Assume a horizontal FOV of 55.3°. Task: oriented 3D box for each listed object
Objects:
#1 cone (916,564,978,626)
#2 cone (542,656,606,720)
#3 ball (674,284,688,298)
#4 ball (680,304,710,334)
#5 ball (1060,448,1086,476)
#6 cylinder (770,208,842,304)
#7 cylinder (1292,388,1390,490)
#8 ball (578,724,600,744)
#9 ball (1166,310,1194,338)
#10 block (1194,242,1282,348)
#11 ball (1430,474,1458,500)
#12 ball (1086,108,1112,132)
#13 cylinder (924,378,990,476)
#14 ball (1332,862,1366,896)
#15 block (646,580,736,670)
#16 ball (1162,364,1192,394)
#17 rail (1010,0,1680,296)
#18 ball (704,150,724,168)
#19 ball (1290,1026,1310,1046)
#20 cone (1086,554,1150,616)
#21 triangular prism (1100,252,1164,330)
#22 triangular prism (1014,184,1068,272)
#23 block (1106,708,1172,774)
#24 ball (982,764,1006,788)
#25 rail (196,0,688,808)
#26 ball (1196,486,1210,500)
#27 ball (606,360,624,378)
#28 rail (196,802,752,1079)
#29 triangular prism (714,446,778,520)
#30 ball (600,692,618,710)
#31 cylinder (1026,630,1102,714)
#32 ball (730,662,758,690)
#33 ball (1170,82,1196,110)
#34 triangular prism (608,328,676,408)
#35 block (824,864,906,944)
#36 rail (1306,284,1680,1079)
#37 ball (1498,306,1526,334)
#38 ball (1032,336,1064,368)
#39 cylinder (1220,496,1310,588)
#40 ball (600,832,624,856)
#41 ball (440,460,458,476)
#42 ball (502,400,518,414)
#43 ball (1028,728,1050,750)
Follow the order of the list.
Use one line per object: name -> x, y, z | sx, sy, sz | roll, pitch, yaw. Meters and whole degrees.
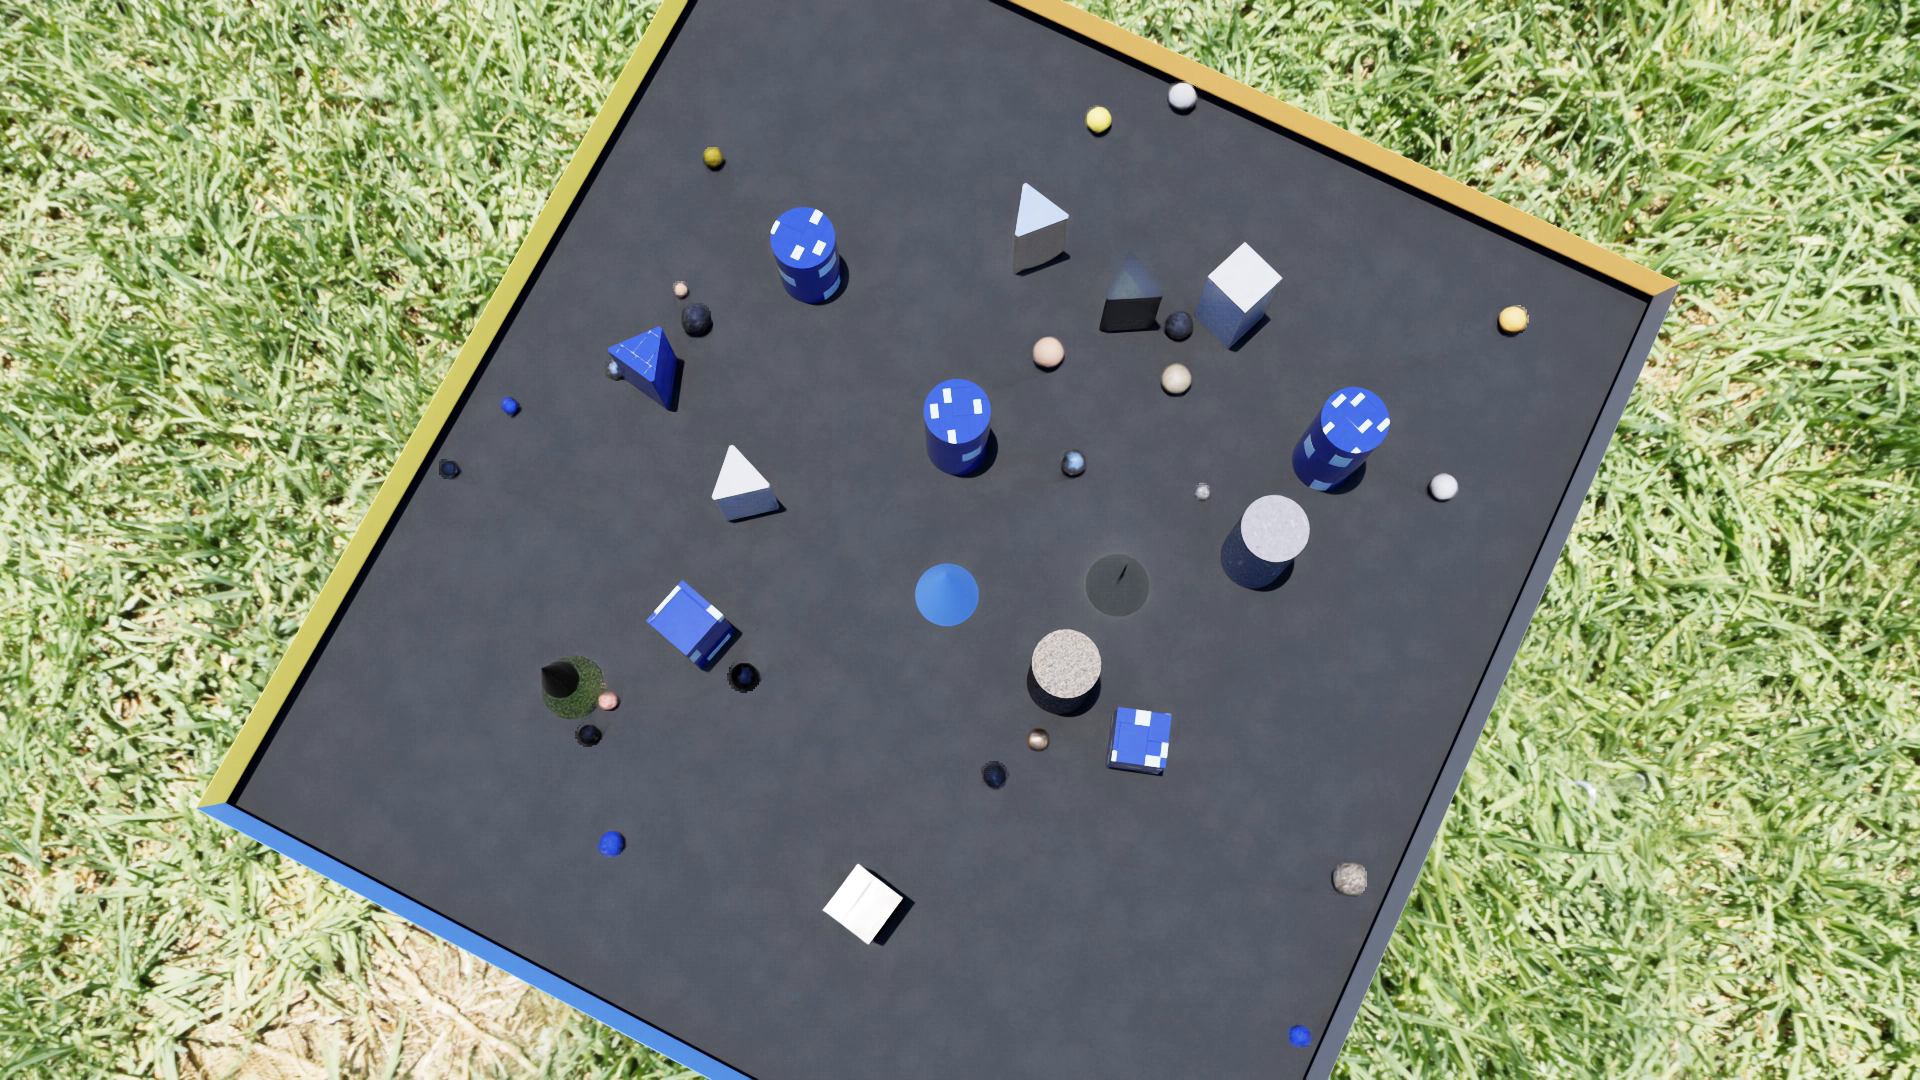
cone -> -0.040, 0.130, 5.404 | 0.194, 0.364, 0.194 | 0, 78, 0
cone -> -1.166, 0.401, 5.313 | 0.194, 0.432, 0.194 | 0, 78, 0
ball -> -0.877, -0.785, 5.757 | 0.042, 0.042, 0.042 | 0, 78, 0
ball -> -0.826, -0.688, 5.712 | 0.092, 0.092, 0.092 | 0, 78, 0
ball -> 0.348, -0.239, 5.625 | 0.081, 0.081, 0.081 | 0, 78, 0
cylinder -> -0.471, -0.873, 5.637 | 0.194, 0.314, 0.194 | 0, 78, 0
cylinder -> 1.123, -0.294, 5.437 | 0.194, 0.470, 0.194 | 0, 78, 0
ball -> -1.108, 0.580, 5.465 | 0.061, 0.061, 0.061 | 0, 78, 0
ball -> 0.684, -0.671, 5.711 | 0.088, 0.088, 0.088 | 0, 78, 0
block -> 0.842, -0.740, 5.587 | 0.155, 0.357, 0.155 | -43, 81, -8
ball -> 1.480, -0.162, 5.608 | 0.082, 0.082, 0.082 | 0, 78, 0
ball -> 0.444, -1.342, 5.854 | 0.079, 0.079, 0.079 | 0, 78, 0
cylinder -> -0.008, -0.334, 5.489 | 0.194, 0.385, 0.194 | 0, 78, 0
ball -> 1.139, 0.992, 5.362 | 0.096, 0.096, 0.096 | 0, 78, 0
block -> -0.790, 0.254, 5.405 | 0.155, 0.311, 0.155 | 40, 81, 8
ball -> 0.670, -0.498, 5.672 | 0.094, 0.094, 0.094 | 0, 78, 0
rail -> 0.755, -1.472, 5.856 | 3.258, 0.126, 0.045 | 26, 80, 5
ball -> -0.784, -1.215, 5.838 | 0.059, 0.059, 0.059 | 0, 78, 0
ball -> 0.983, 1.432, 5.291 | 0.057, 0.057, 0.057 | 0, 78, 0
cone -> 0.480, 0.103, 5.417 | 0.194, 0.349, 0.194 | 0, 78, 0
triangular prism -> 0.517, -0.766, 5.624 | 0.168, 0.296, 0.146 | -4, 78, -1
triangular prism -> 0.220, -0.972, 5.651 | 0.168, 0.326, 0.146 | -21, 79, -4
block -> 0.521, 0.591, 5.374 | 0.155, 0.235, 0.155 | 8, 78, 2
ball -> 0.103, 0.700, 5.436 | 0.071, 0.071, 0.071 | 0, 78, 0
rail -> -1.436, -0.696, 5.695 | 0.045, 0.126, 3.425 | 26, 80, 5
ball -> 0.745, -0.144, 5.624 | 0.043, 0.043, 0.043 | 0, 78, 0
ball -> -1.071, -0.531, 5.696 | 0.059, 0.059, 0.059 | 0, 78, 0
rail -> -0.755, 1.486, 5.244 | 3.258, 0.126, 0.045 | 26, 80, 5
triangular prism -> -0.655, -0.179, 5.503 | 0.168, 0.294, 0.146 | -13, 79, -3
ball -> -1.053, 0.481, 5.489 | 0.055, 0.055, 0.055 | 0, 78, 0
cylinder -> 0.298, 0.387, 5.331 | 0.194, 0.402, 0.194 | 0, 78, 0
ball -> -0.647, 0.409, 5.489 | 0.083, 0.083, 0.083 | 0, 78, 0
ball -> 0.714, -1.420, 5.865 | 0.088, 0.088, 0.088 | 0, 78, 0
triangular prism -> -0.931, -0.543, 5.573 | 0.168, 0.304, 0.146 | 35, 80, 7
block -> -0.267, 1.038, 5.220 | 0.155, 0.356, 0.155 | 36, 81, 7
rail -> 1.436, 0.710, 5.404 | 0.045, 0.126, 3.425 | 26, 80, 5
ball -> 1.724, -0.687, 5.716 | 0.083, 0.083, 0.083 | 0, 78, 0
ball -> 0.273, -0.582, 5.687 | 0.097, 0.097, 0.097 | 0, 78, 0
cylinder -> 0.893, 0.010, 5.399 | 0.194, 0.422, 0.194 | 0, 78, 0
ball -> -1.027, 0.893, 5.397 | 0.069, 0.069, 0.069 | 0, 78, 0
ball -> -1.570, -0.219, 5.636 | 0.051, 0.051, 0.051 | 0, 78, 0
ball -> -1.392, -0.412, 5.677 | 0.048, 0.048, 0.048 | 0, 78, 0
ball -> 0.234, 0.593, 5.460 | 0.066, 0.066, 0.066 | 0, 78, 0
